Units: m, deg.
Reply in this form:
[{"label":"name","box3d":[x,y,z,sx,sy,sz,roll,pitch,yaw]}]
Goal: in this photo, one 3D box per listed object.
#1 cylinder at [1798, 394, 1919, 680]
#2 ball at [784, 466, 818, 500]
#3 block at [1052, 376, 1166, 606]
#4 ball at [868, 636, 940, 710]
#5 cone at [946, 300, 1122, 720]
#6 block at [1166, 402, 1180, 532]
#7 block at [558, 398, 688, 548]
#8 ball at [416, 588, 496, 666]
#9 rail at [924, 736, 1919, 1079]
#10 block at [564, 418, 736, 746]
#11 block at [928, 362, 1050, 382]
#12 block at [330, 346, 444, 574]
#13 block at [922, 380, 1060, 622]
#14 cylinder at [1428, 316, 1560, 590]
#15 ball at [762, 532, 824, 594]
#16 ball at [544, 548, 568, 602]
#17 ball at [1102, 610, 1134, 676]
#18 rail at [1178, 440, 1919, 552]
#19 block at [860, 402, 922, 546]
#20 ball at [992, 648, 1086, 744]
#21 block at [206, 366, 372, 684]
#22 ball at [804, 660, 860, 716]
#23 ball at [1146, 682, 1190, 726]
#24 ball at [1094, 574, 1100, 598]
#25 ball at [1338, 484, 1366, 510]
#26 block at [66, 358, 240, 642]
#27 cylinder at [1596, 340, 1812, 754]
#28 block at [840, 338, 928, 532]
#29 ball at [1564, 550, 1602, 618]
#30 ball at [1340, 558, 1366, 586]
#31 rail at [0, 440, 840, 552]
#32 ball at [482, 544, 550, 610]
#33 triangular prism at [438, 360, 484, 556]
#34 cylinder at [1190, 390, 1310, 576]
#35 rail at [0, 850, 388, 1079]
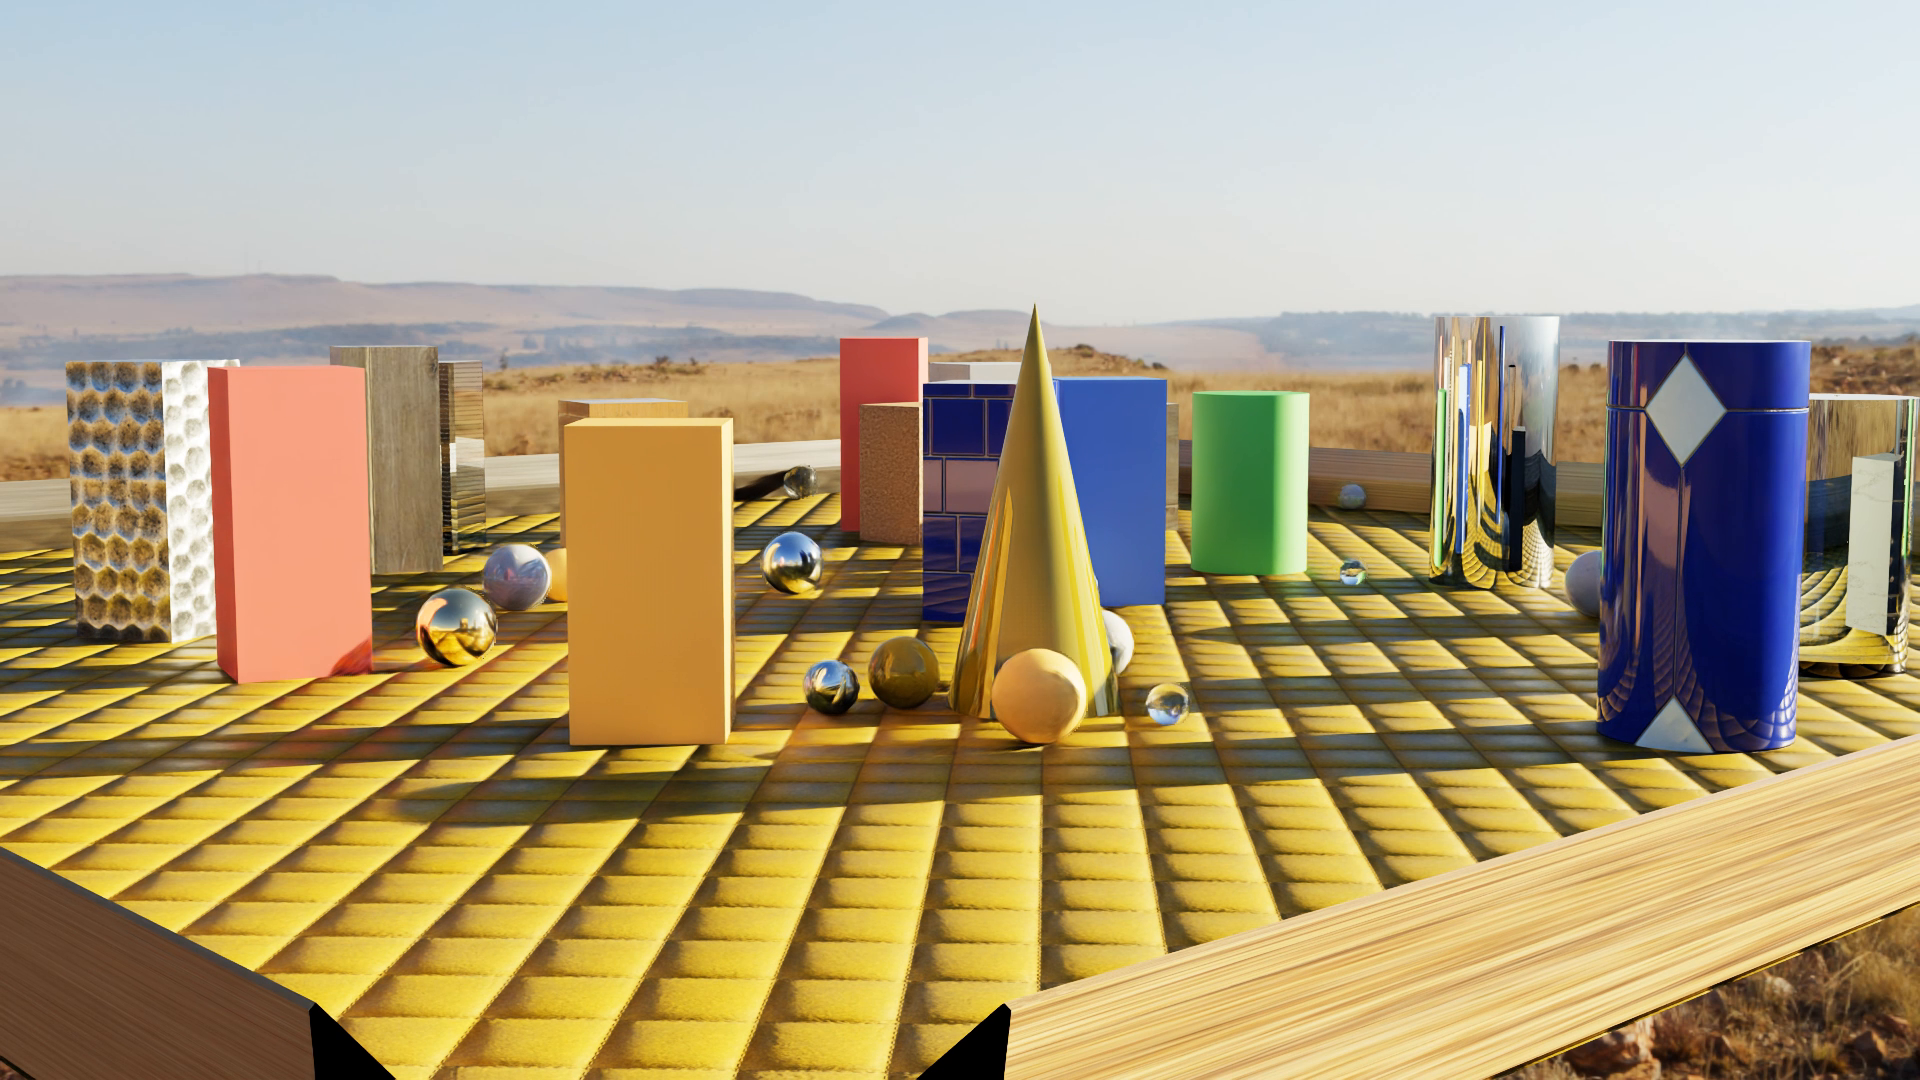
[{"label":"cylinder","box3d":[1.084,-0.010,2.750,0.200,0.339,0.200,0,6,0]},{"label":"ball","box3d":[-0.380,-0.137,5.225,0.080,0.080,0.080,0,6,0]},{"label":"block","box3d":[0.219,-0.078,3.393,0.160,0.342,0.160,-1,6,-10]},{"label":"ball","box3d":[-0.063,0.149,2.465,0.082,0.082,0.082,0,6,0]},{"label":"cone","box3d":[0.084,-0.040,2.473,0.200,0.457,0.200,0,6,0]},{"label":"block","box3d":[0.339,-0.152,4.505,0.160,0.258,0.160,-2,6,-22]},{"label":"block","box3d":[-0.532,-0.068,3.481,0.160,0.304,0.160,-3,7,-27]},{"label":"ball","box3d":[-0.635,0.109,2.767,0.098,0.098,0.098,0,6,0]},{"label":"rail","box3d":[1.160,0.164,2.081,3.606,0.130,0.045,-5,8,-42]},{"label":"block","box3d":[-0.324,0.039,2.329,0.160,0.329,0.160,0,6,-2]},{"label":"block","box3d":[0.052,-0.137,3.901,0.160,0.353,0.160,-3,7,-27]},{"label":"block","box3d":[-0.992,-0.142,3.802,0.160,0.384,0.160,-2,6,-23]},{"label":"block","box3d":[0.046,-0.059,3.211,0.160,0.342,0.160,2,6,17]},{"label":"cylinder","box3d":[0.874,-0.147,3.599,0.200,0.435,0.200,0,6,0]},{"label":"ball","box3d":[-0.264,0.037,3.469,0.097,0.097,0.097,0,6,0]},{"label":"ball","box3d":[-0.609,0.054,3.377,0.083,0.083,0.083,0,6,0]},{"label":"ball","box3d":[0.167,0.127,2.660,0.086,0.086,0.086,0,6,0]},{"label":"rail","box3d":[1.308,-0.091,4.532,0.045,0.130,3.468,-5,8,-42]},{"label":"block","box3d":[-0.083,-0.132,4.285,0.160,0.264,0.160,5,8,42]},{"label":"ball","box3d":[0.081,0.161,2.270,0.098,0.098,0.098,0,6,0]},{"label":"block","box3d":[-0.831,-0.026,2.726,0.160,0.375,0.160,-3,7,-27]},{"label":"ball","box3d":[-0.142,0.163,2.429,0.061,0.061,0.061,0,6,0]},{"label":"ball","box3d":[0.224,0.177,2.370,0.046,0.046,0.046,0,6,0]},{"label":"ball","box3d":[0.161,0.073,3.184,0.084,0.084,0.084,0,6,0]},{"label":"ball","box3d":[0.881,-0.097,4.944,0.058,0.058,0.058,0,6,0]},{"label":"block","box3d":[-1.109,-0.059,3.044,0.160,0.377,0.160,2,6,20]},{"label":"cylinder","box3d":[0.775,-0.001,2.299,0.200,0.414,0.200,0,6,0]},{"label":"block","box3d":[-0.154,-0.219,4.515,0.160,0.390,0.160,1,6,6]},{"label":"ball","box3d":[0.932,0.064,3.208,0.097,0.097,0.097,0,6,0]},{"label":"ball","box3d":[0.638,0.053,3.573,0.044,0.044,0.044,0,6,0]},{"label":"rail","box3d":[-1.160,-0.096,4.582,3.606,0.130,0.045,-5,8,-42]},{"label":"ball","box3d":[-0.662,0.055,3.279,0.100,0.100,0.100,0,6,0]},{"label":"triangular prism","box3d":[-0.946,-0.157,4.097,0.173,0.352,0.150,4,7,35]},{"label":"cylinder","box3d":[0.501,-0.102,3.805,0.200,0.304,0.200,0,6,0]},{"label":"rail","box3d":[-1.308,0.159,2.132,0.045,0.130,3.468,-5,8,-42]}]
